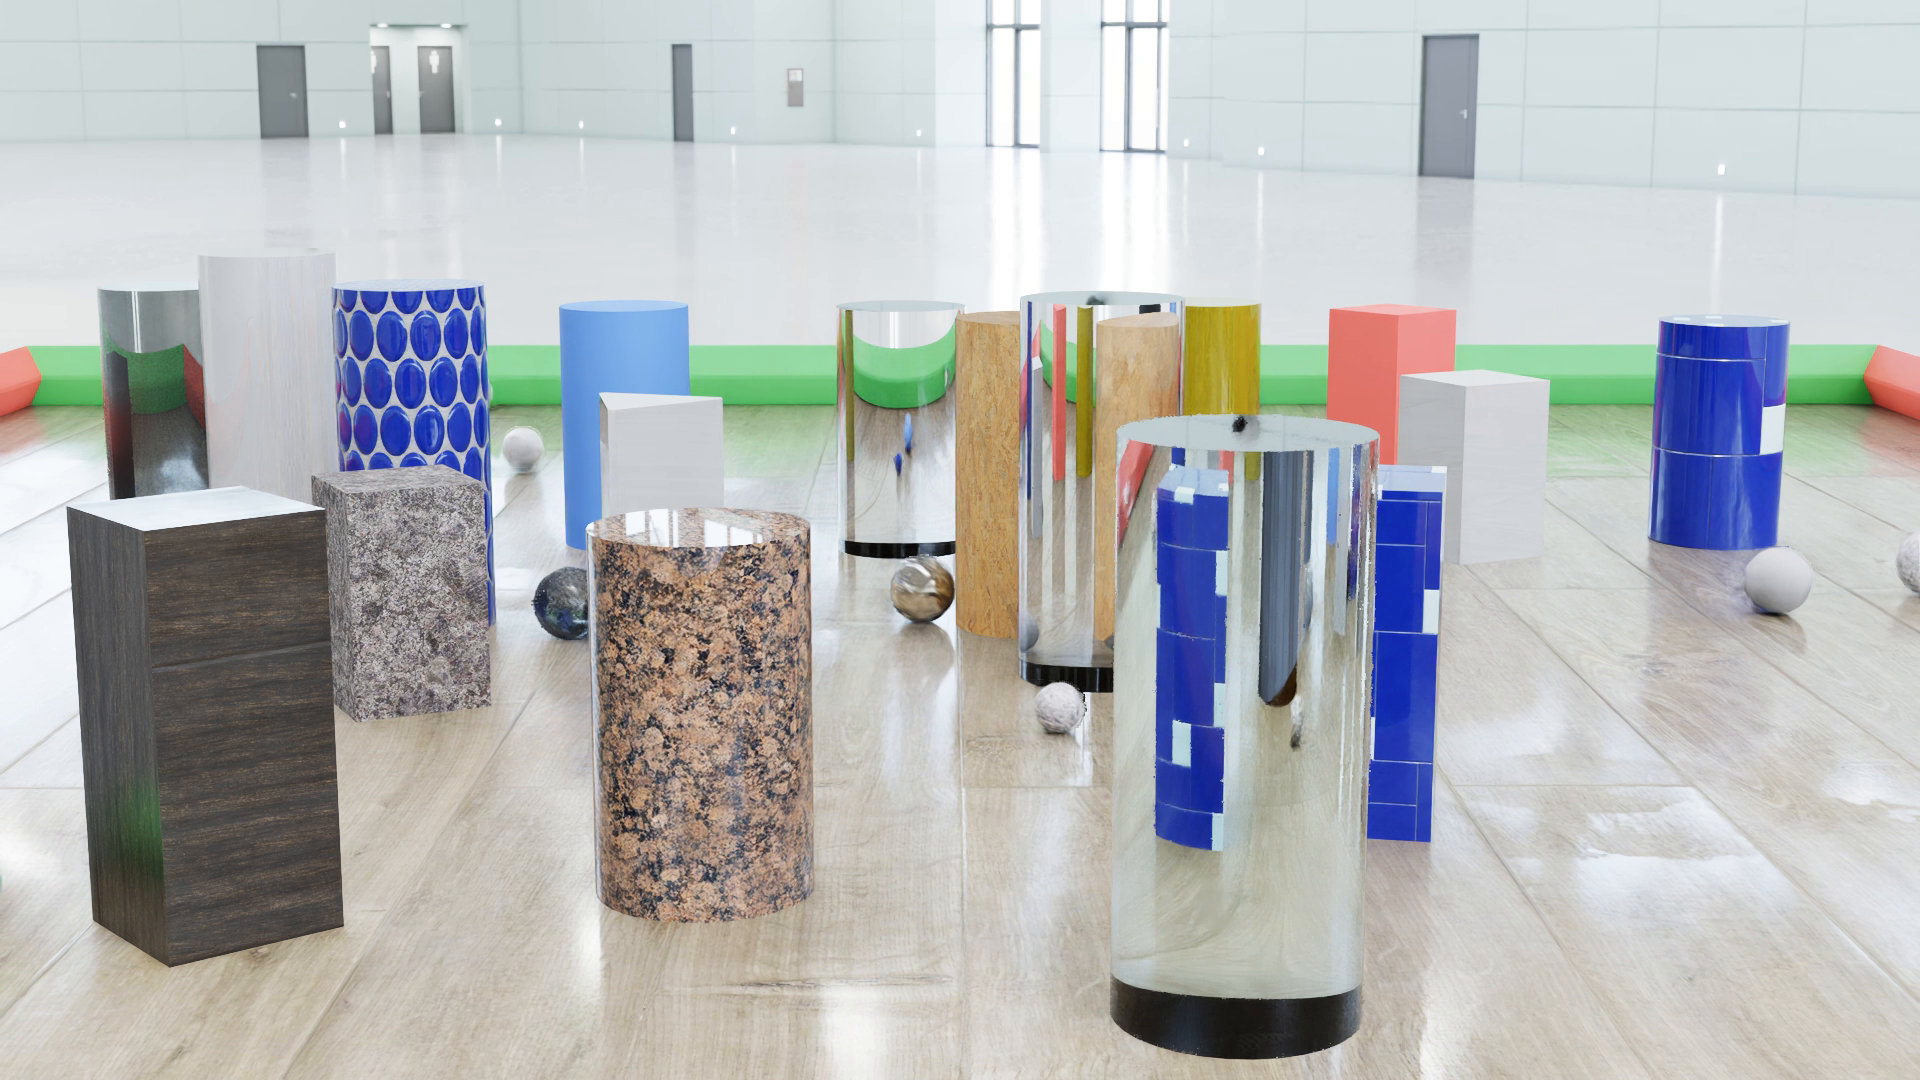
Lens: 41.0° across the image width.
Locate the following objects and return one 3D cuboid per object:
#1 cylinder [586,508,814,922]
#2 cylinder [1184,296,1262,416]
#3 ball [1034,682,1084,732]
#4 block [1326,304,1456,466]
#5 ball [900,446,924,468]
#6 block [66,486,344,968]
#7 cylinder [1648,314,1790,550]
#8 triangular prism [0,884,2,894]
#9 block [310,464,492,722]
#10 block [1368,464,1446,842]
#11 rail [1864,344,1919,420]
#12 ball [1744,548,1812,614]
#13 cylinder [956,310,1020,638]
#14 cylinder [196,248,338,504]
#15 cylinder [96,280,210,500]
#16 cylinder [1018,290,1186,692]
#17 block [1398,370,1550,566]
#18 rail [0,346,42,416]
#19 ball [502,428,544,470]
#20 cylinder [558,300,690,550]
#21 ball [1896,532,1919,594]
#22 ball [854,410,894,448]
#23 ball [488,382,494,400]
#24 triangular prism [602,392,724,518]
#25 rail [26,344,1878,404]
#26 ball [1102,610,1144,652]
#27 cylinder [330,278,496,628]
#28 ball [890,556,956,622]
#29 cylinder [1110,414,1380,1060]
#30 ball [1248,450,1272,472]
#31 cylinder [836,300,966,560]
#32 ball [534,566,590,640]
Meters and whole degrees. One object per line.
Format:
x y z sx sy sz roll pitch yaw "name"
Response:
-0.228 0.150 2.271 0.196 0.329 0.196 0 11 0 "cylinder"
0.450 -0.284 4.684 0.196 0.302 0.196 0 11 0 "cylinder"
0.109 0.185 2.833 0.055 0.055 0.055 0 11 0 "ball"
0.761 -0.257 4.537 0.156 0.302 0.156 -9 14 -40 "block"
-0.087 -0.150 4.676 0.041 0.041 0.041 0 11 0 "ball"
-0.637 0.151 2.171 0.156 0.363 0.156 -9 14 -40 "block"
1.169 -0.169 3.959 0.196 0.340 0.196 0 11 0 "cylinder"
-0.961 0.137 2.279 0.169 0.350 0.147 -5 12 -26 "triangular prism"
-0.644 0.057 2.957 0.156 0.260 0.156 -6 12 -27 "block"
0.386 0.104 2.493 0.156 0.337 0.156 2 11 12 "block"
1.979 0.031 3.460 0.045 0.127 4.290 0 11 0 "rail"
1.097 0.055 3.442 0.088 0.088 0.088 0 11 0 "ball"
0.092 -0.089 3.352 0.196 0.404 0.196 0 11 0 "cylinder"
-0.996 -0.187 3.729 0.196 0.460 0.196 0 11 0 "cylinder"
-1.204 -0.190 3.918 0.196 0.396 0.196 0 11 0 "cylinder"
0.168 -0.062 3.066 0.196 0.455 0.196 0 11 0 "cylinder"
0.769 -0.112 3.858 0.156 0.265 0.156 -5 12 -27 "block"
-1.979 0.035 3.438 0.045 0.127 4.290 0 11 0 "rail"
-0.795 -0.166 4.666 0.076 0.076 0.076 0 11 0 "ball"
-0.512 -0.178 3.938 0.196 0.364 0.196 0 11 0 "cylinder"
1.346 0.032 3.559 0.091 0.091 0.091 0 11 0 "ball"
-0.165 -0.214 4.931 0.074 0.074 0.074 0 11 0 "ball"
-1.034 -0.315 5.489 0.069 0.069 0.069 0 11 0 "ball"
-0.413 -0.028 3.278 0.169 0.310 0.147 -9 14 -41 "triangular prism"
-0.012 -0.354 5.534 4.006 0.127 0.045 0 11 0 "rail"
0.204 0.114 3.221 0.053 0.053 0.053 0 11 0 "ball"
-0.711 -0.110 3.348 0.196 0.446 0.196 0 11 0 "cylinder"
-0.050 0.066 3.386 0.087 0.087 0.087 0 11 0 "ball"
0.214 0.143 1.956 0.196 0.456 0.196 0 11 0 "cylinder"
0.541 -0.142 4.632 0.041 0.041 0.041 0 11 0 "ball"
-0.089 -0.170 3.887 0.196 0.368 0.196 0 11 0 "cylinder"
-0.499 0.081 3.286 0.094 0.094 0.094 0 11 0 "ball"
